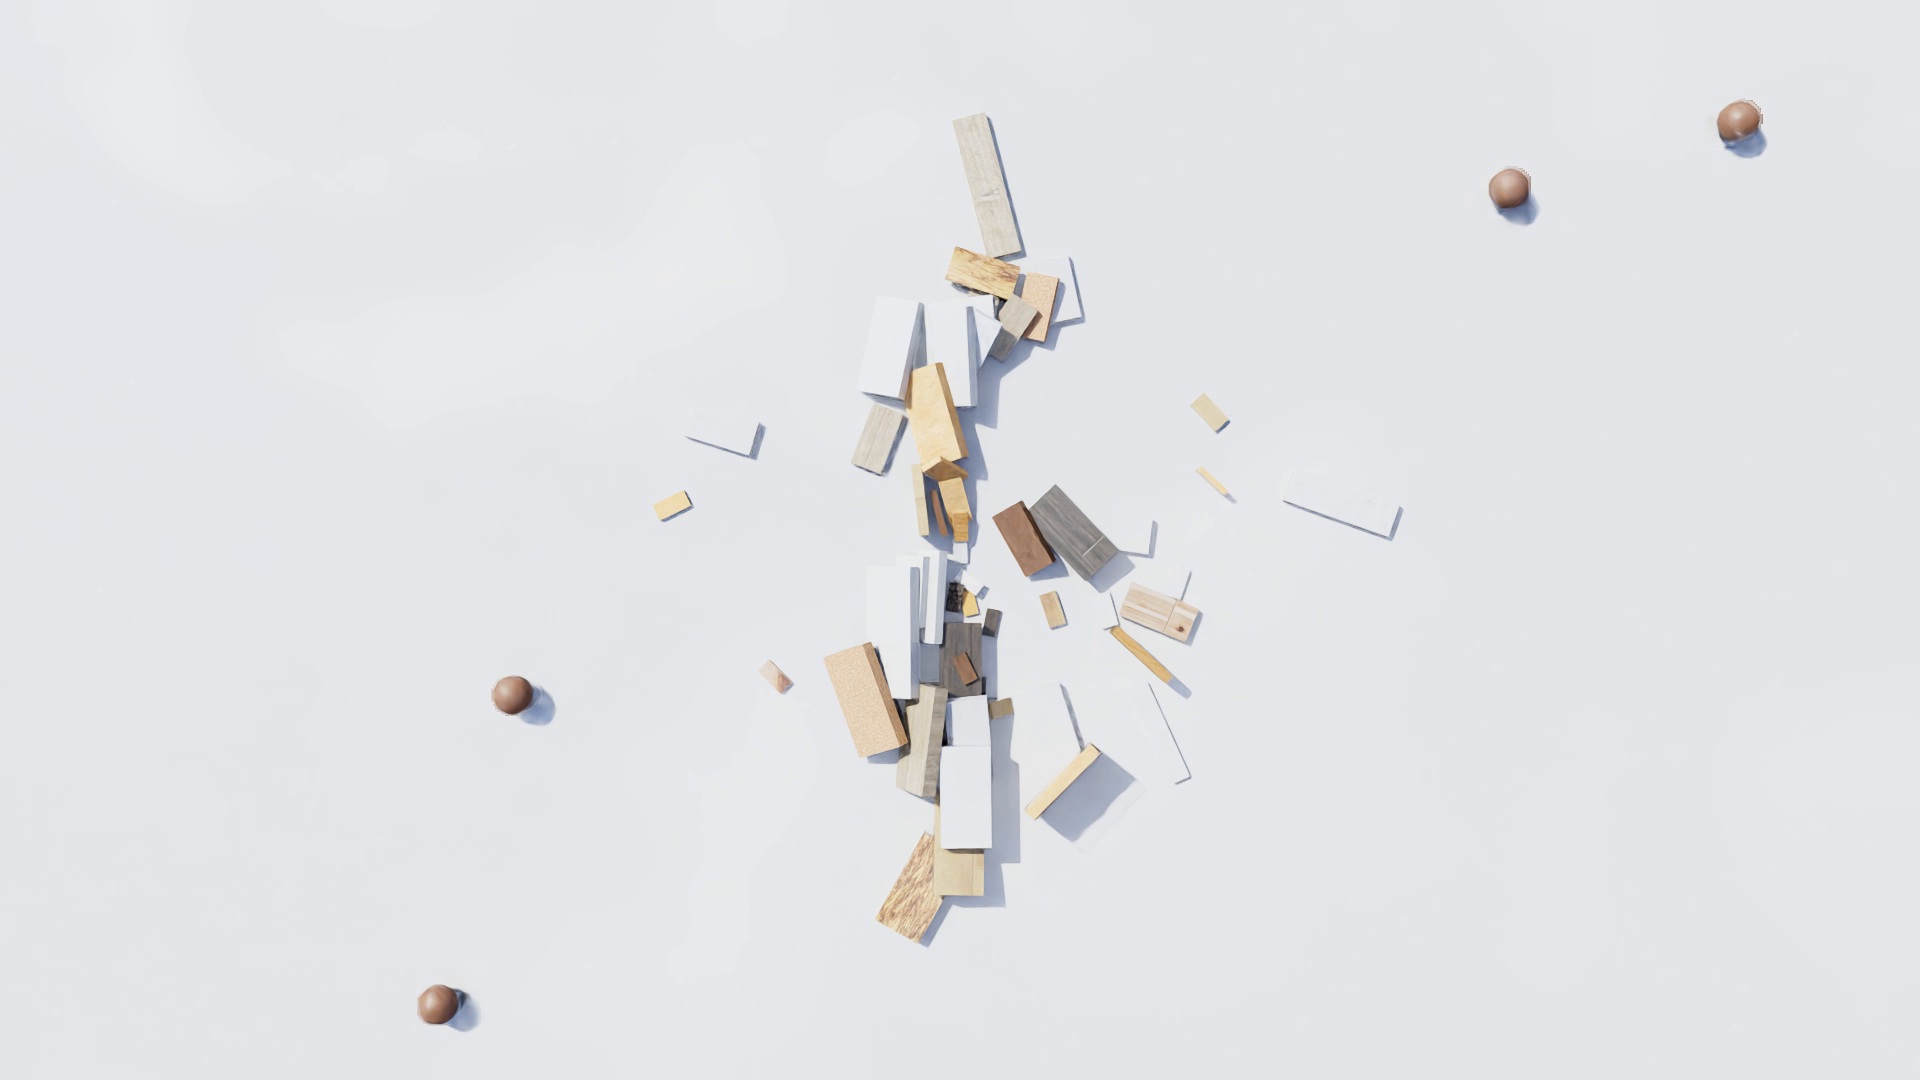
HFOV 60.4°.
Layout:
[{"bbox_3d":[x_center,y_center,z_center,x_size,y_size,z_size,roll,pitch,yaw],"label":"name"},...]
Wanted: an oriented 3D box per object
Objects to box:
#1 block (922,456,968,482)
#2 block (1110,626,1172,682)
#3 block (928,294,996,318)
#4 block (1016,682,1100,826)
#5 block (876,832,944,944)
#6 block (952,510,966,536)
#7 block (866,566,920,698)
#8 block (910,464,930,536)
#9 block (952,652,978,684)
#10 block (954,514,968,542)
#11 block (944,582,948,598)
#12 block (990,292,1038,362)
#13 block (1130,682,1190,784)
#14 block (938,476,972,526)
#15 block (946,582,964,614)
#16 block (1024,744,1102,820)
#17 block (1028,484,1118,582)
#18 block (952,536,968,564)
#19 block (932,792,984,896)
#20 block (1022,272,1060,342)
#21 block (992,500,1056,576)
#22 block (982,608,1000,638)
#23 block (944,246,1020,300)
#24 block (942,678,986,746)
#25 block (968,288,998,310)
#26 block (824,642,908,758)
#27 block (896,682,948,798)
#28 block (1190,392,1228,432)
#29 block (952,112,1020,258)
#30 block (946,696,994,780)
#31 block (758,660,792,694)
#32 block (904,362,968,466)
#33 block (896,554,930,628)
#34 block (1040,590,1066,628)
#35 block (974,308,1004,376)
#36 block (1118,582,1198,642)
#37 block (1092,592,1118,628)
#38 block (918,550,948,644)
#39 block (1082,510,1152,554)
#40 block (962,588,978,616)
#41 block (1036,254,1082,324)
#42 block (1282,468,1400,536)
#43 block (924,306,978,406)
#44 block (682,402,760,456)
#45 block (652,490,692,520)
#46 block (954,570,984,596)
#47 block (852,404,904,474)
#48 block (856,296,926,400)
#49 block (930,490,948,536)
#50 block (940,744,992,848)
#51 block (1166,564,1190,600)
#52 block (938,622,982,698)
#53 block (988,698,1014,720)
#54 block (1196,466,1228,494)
[{"bbox_3d":[-0.048,-0.225,5.421,0.077,0.154,0.022,-31,56,24],"label":"block"},{"bbox_3d":[0.596,0.375,5.441,0.238,0.119,0.034,43,90,0],"label":"block"},{"bbox_3d":[0.008,-0.739,5.447,0.227,0.032,0.113,-4,90,20],"label":"block"},{"bbox_3d":[0.324,0.710,5.479,0.151,0.043,0.452,-18,90,0],"label":"block"},{"bbox_3d":[-0.129,1.153,5.477,0.165,0.047,0.329,30,90,0],"label":"block"},{"bbox_3d":[-0.002,-0.053,5.474,0.046,0.013,0.092,-6,114,-4],"label":"block"},{"bbox_3d":[-0.221,0.302,5.430,0.176,0.050,0.429,0,90,34],"label":"block"},{"bbox_3d":[-0.130,-0.132,5.442,0.033,0.117,0.234,-7,90,0],"label":"block"},{"bbox_3d":[0.016,0.421,5.415,0.048,0.014,0.096,-26,89,-1],"label":"block"},{"bbox_3d":[0.003,-0.042,5.456,0.046,0.013,0.092,-3,104,-6],"label":"block"},{"bbox_3d":[-0.064,0.150,5.493,0.046,0.013,0.092,-22,90,0],"label":"block"},{"bbox_3d":[0.158,-0.703,5.445,0.101,0.029,0.203,33,102,-5],"label":"block"},{"bbox_3d":[0.666,0.641,5.491,0.061,0.017,0.344,-24,90,0],"label":"block"},{"bbox_3d":[-0.015,-0.130,5.461,0.077,0.022,0.154,-16,112,0],"label":"block"},{"bbox_3d":[-0.017,0.191,5.477,0.048,0.014,0.096,10,103,5],"label":"block"},{"bbox_3d":[0.338,0.789,5.379,0.043,0.151,0.302,44,90,11],"label":"block"},{"bbox_3d":[0.367,-0.024,5.449,0.151,0.043,0.302,-44,82,6],"label":"block"},{"bbox_3d":[0.001,0.032,5.484,0.046,0.013,0.092,-3,99,-6],"label":"block"},{"bbox_3d":[-0.005,1.003,5.436,0.165,0.047,0.329,2,78,-6],"label":"block"},{"bbox_3d":[0.253,-0.773,5.462,0.107,0.030,0.213,14,96,13],"label":"block"},{"bbox_3d":[0.212,-0.004,5.457,0.115,0.033,0.230,-29,90,30],"label":"block"},{"bbox_3d":[0.104,0.275,5.493,0.046,0.013,0.092,12,90,0],"label":"block"},{"bbox_3d":[0.076,-0.881,5.453,0.227,0.032,0.113,18,92,0],"label":"block"},{"bbox_3d":[0.010,0.594,5.480,0.140,0.040,0.280,3,90,0],"label":"block"},{"bbox_3d":[0.072,-0.769,5.486,0.101,0.029,0.203,10,90,0],"label":"block"},{"bbox_3d":[-0.312,0.527,5.430,0.176,0.050,0.353,-20,90,34],"label":"block"},{"bbox_3d":[-0.127,0.651,5.412,0.050,0.176,0.353,7,90,-32],"label":"block"},{"bbox_3d":[0.830,-0.425,5.491,0.061,0.017,0.121,-43,90,0],"label":"block"},{"bbox_3d":[0.088,-1.176,5.484,0.113,0.032,0.474,-14,90,0],"label":"block"},{"bbox_3d":[0.030,0.655,5.421,0.140,0.040,0.280,-5,103,1],"label":"block"},{"bbox_3d":[-0.616,0.455,5.492,0.107,0.015,0.054,45,90,0],"label":"block"},{"bbox_3d":[-0.090,-0.408,5.435,0.161,0.046,0.321,-16,90,35],"label":"block"},{"bbox_3d":[-0.161,0.169,5.450,0.117,0.033,0.234,3,90,39],"label":"block"},{"bbox_3d":[0.308,0.230,5.492,0.057,0.016,0.114,-18,90,0],"label":"block"},{"bbox_3d":[0.052,-0.645,5.414,0.101,0.029,0.202,31,116,6],"label":"block"},{"bbox_3d":[0.660,0.239,5.483,0.238,0.034,0.119,22,90,0],"label":"block"},{"bbox_3d":[0.484,0.233,5.492,0.057,0.016,0.114,-16,90,0],"label":"block"},{"bbox_3d":[-0.099,0.186,5.444,0.033,0.117,0.305,3,90,-38],"label":"block"},{"bbox_3d":[0.513,-0.028,5.483,0.238,0.034,0.119,7,90,0],"label":"block"},{"bbox_3d":[0.027,0.203,5.493,0.048,0.014,0.096,-14,90,0],"label":"block"},{"bbox_3d":[0.327,-0.834,5.485,0.107,0.030,0.213,-12,90,0],"label":"block"},{"bbox_3d":[1.266,-0.126,5.484,0.367,0.033,0.115,19,90,0],"label":"block"},{"bbox_3d":[-0.028,-0.603,5.412,0.161,0.046,0.321,3,101,33],"label":"block"},{"bbox_3d":[-0.794,-0.370,5.484,0.230,0.033,0.115,17,90,0],"label":"block"},{"bbox_3d":[-0.959,-0.116,5.492,0.114,0.016,0.057,-26,90,0],"label":"block"},{"bbox_3d":[0.030,0.141,5.482,0.092,0.013,0.046,35,81,10],"label":"block"},{"bbox_3d":[-0.275,-0.337,5.485,0.107,0.030,0.213,21,90,0],"label":"block"},{"bbox_3d":[-0.229,-0.636,5.444,0.161,0.046,0.321,12,90,26],"label":"block"},{"bbox_3d":[-0.070,-0.088,5.462,0.022,0.077,0.154,-15,90,0],"label":"block"},{"bbox_3d":[0.019,0.837,5.382,0.165,0.047,0.329,-1,90,0],"label":"block"},{"bbox_3d":[0.724,0.140,5.492,0.054,0.015,0.107,19,90,0],"label":"block"},{"bbox_3d":[0.001,0.413,5.441,0.140,0.040,0.280,0,89,0],"label":"block"},{"bbox_3d":[0.133,0.557,5.454,0.015,0.107,0.054,-11,90,40],"label":"block"},{"bbox_3d":[0.834,-0.197,5.470,0.122,0.061,0.017,43,90,0],"label":"block"}]
